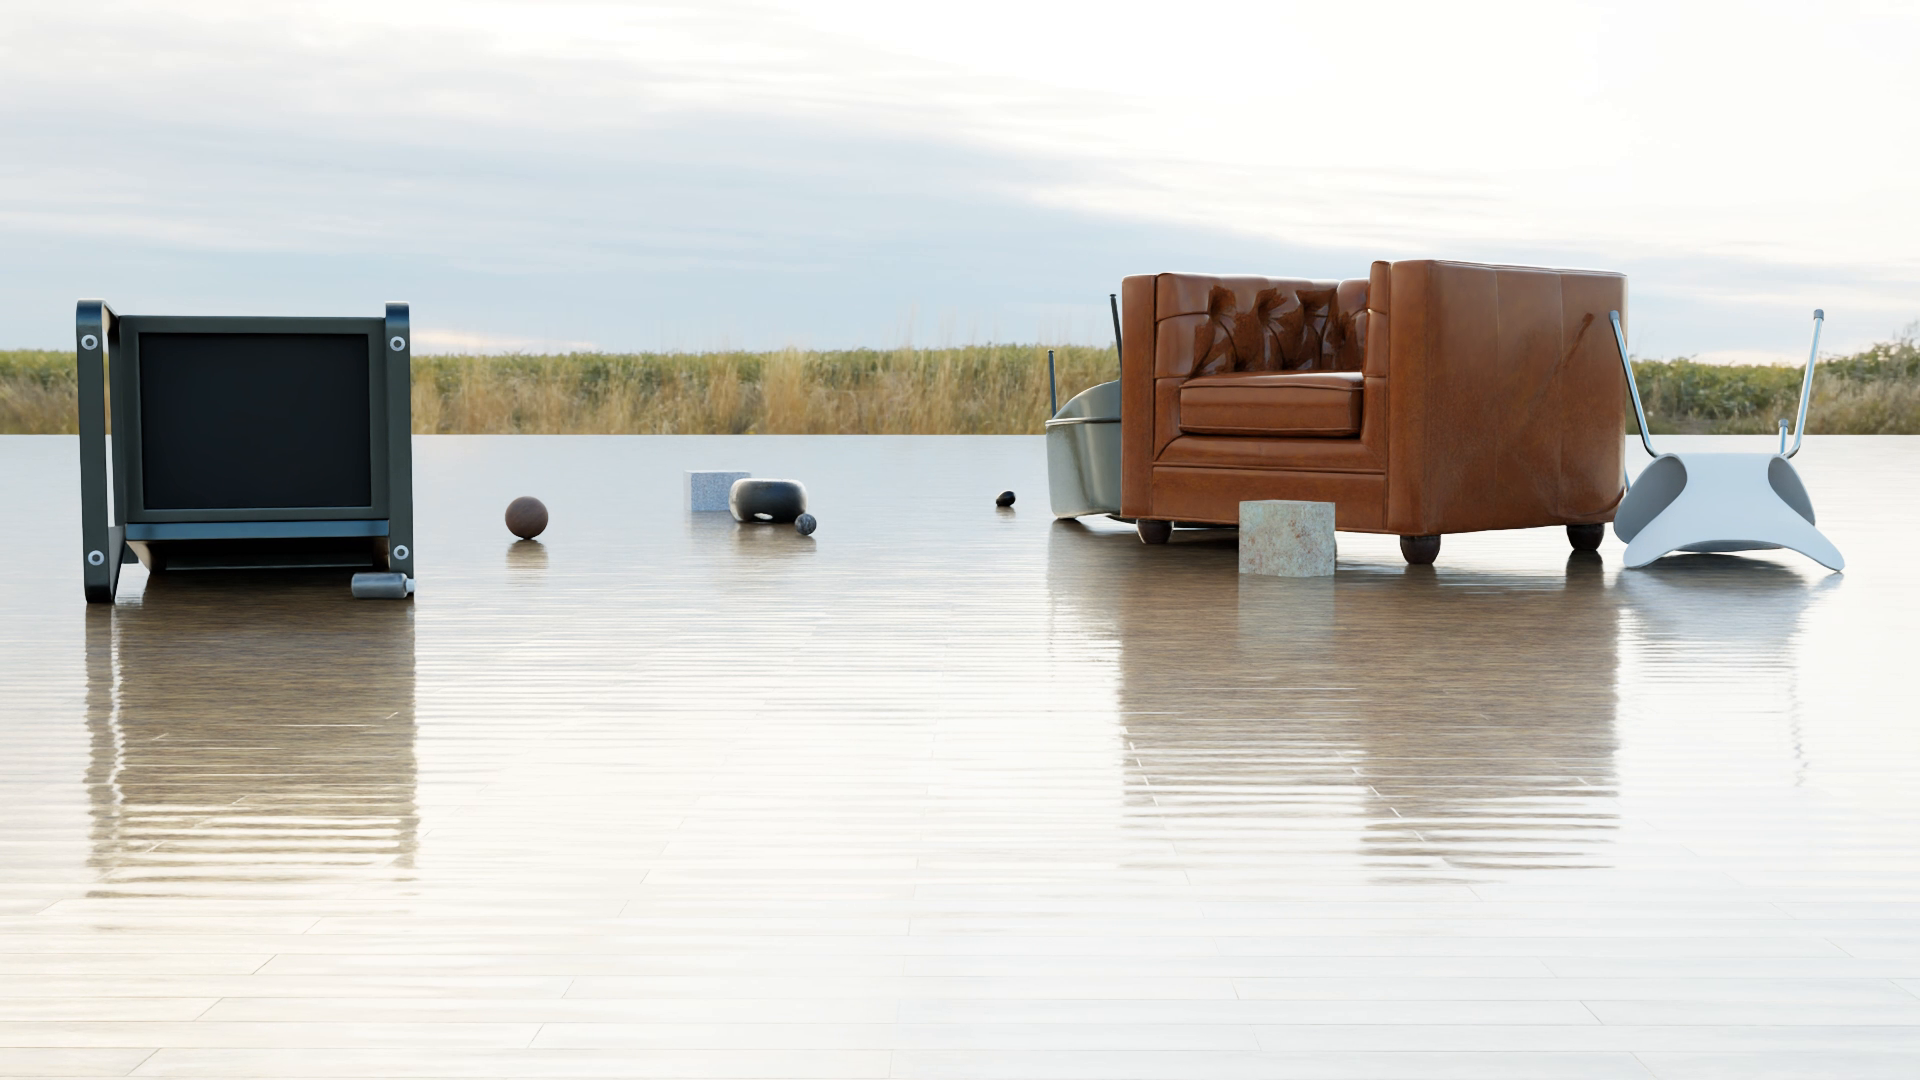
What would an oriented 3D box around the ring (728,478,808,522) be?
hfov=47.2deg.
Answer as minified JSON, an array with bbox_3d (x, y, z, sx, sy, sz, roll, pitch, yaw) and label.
[{"bbox_3d":[-0.654,-0.135,7.494,0.259,0.143,0.390,0,3,-20],"label":"ring"}]

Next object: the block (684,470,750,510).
[{"bbox_3d":[-0.912,-0.188,8.253,0.223,0.141,0.226,-1,4,-14],"label":"block"}]

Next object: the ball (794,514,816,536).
[{"bbox_3d":[-0.474,-0.048,6.758,0.067,0.067,0.067,0,4,0],"label":"ball"}]

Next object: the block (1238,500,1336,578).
[{"bbox_3d":[0.796,-0.005,5.355,0.130,0.174,0.191,-4,5,-43],"label":"block"}]
